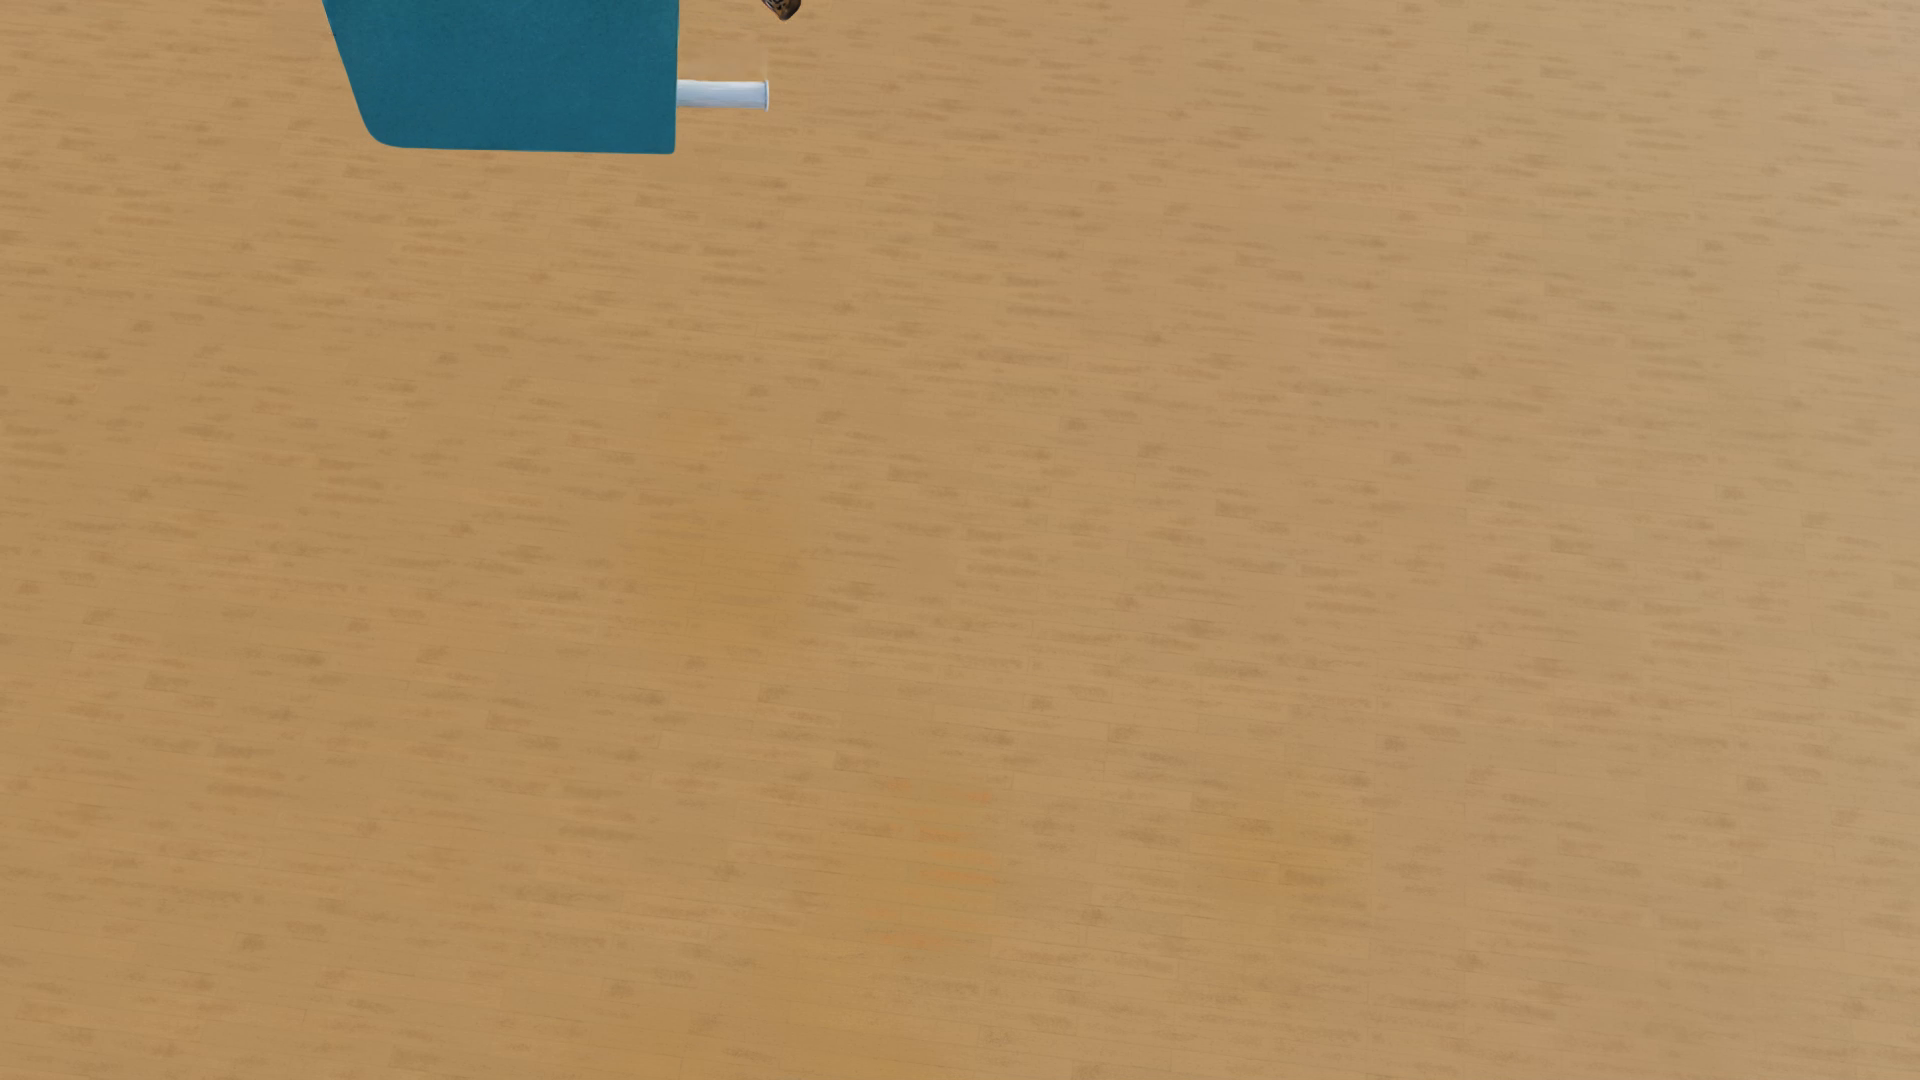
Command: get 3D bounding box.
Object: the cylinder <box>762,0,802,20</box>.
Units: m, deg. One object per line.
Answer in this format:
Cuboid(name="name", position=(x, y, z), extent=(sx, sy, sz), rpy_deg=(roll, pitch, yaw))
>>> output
Cuboid(name="cylinder", position=(-0.345, -1.036, 4.193), extent=(0.057, 0.068, 0.066), rpy_deg=(-40, 79, -22))
